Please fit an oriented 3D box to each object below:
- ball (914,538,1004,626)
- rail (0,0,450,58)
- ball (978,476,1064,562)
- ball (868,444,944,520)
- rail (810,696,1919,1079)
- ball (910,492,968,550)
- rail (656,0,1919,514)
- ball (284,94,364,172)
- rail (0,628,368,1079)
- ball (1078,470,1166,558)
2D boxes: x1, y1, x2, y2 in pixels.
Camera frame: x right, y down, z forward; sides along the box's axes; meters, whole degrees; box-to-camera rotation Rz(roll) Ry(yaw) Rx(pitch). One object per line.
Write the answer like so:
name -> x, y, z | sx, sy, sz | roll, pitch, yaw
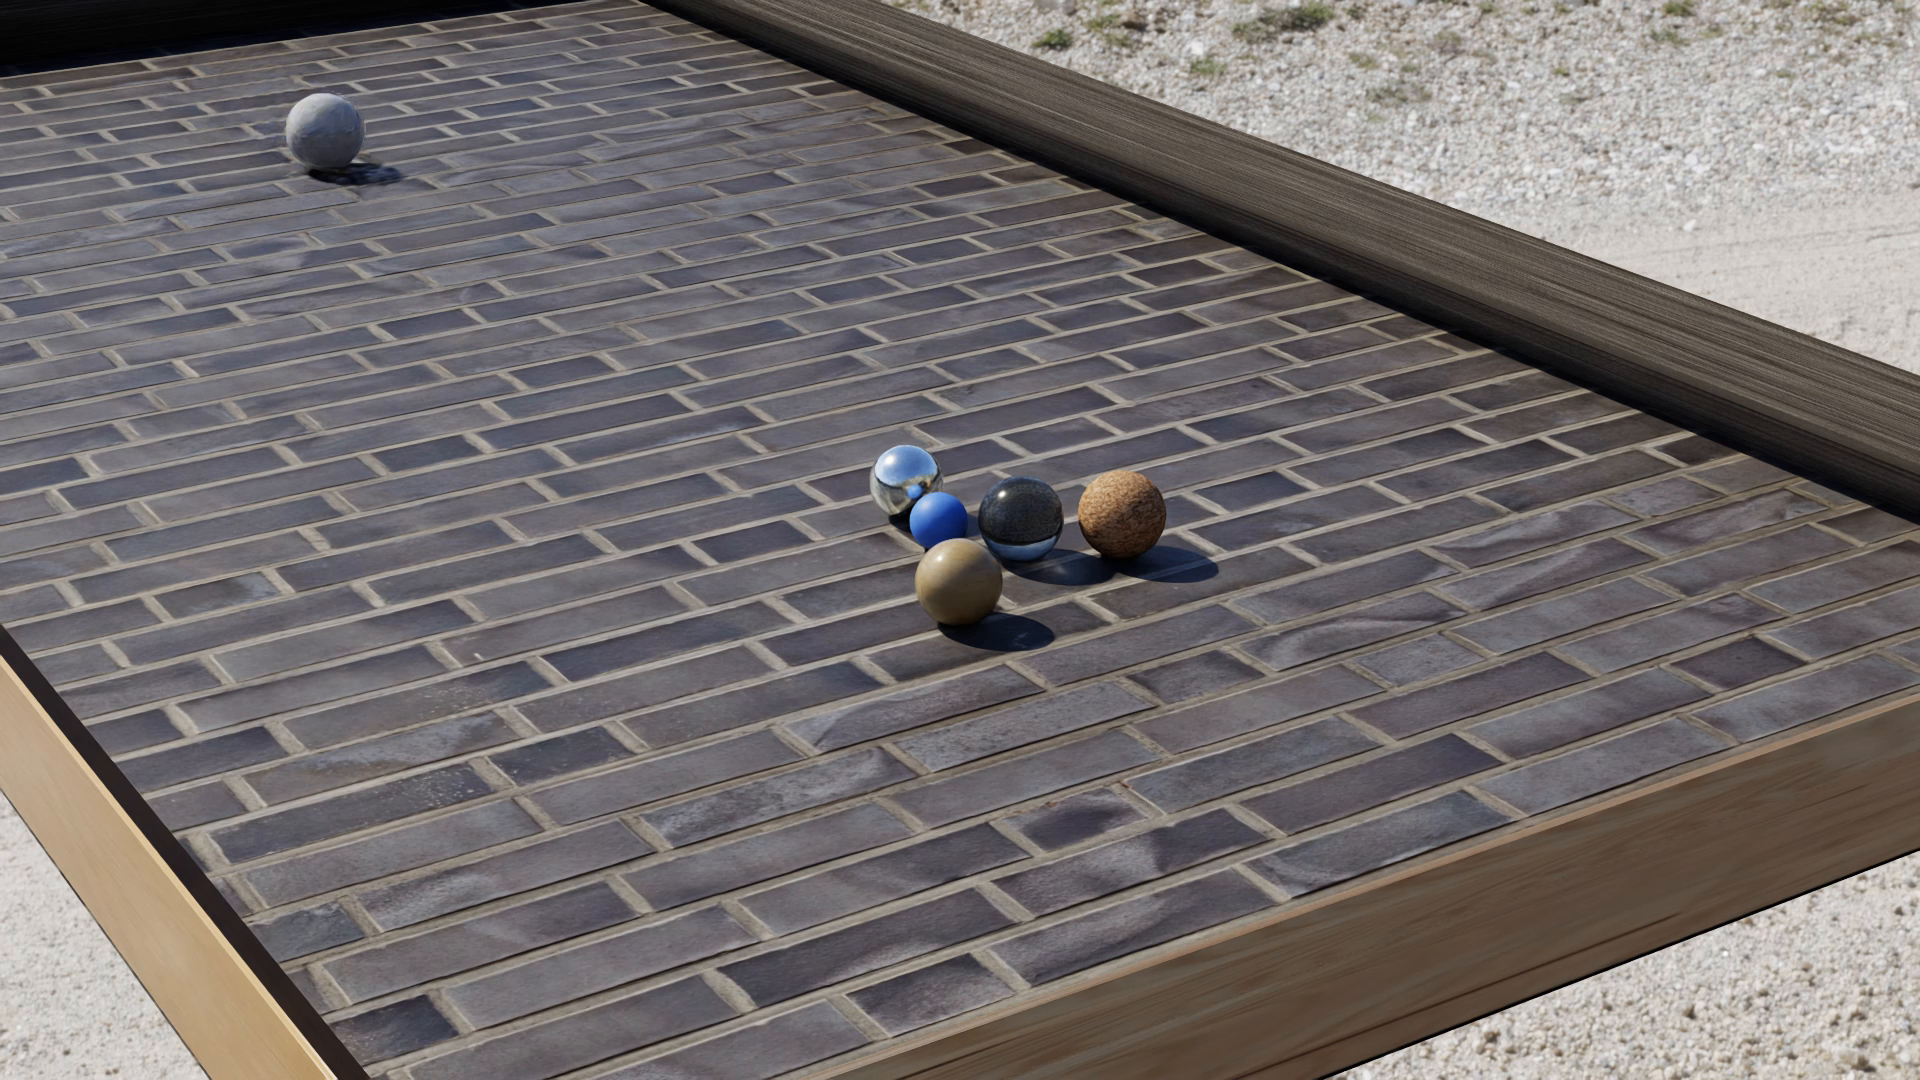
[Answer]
ball -> -0.001, 0.032, 2.262 | 0.068, 0.068, 0.068 | 0, 23, 0
rail -> -1.151, -0.727, 3.994 | 1.504, 0.118, 0.045 | -14, 27, -30
ball -> 0.049, -0.017, 2.377 | 0.070, 0.070, 0.070 | 0, 23, 0
ball -> -0.045, -0.049, 2.461 | 0.063, 0.063, 0.063 | 0, 23, 0
rail -> 0.375, 0.203, 1.791 | 1.504, 0.118, 0.045 | -14, 27, -30
ball -> -0.017, -0.015, 2.400 | 0.048, 0.048, 0.048 | 0, 23, 0
rail -> 0.226, -0.414, 3.254 | 0.045, 0.118, 2.884 | -14, 27, -30
ball -> -0.743, -0.477, 3.439 | 0.091, 0.091, 0.091 | 0, 23, 0
rail -> -1.002, -0.110, 2.532 | 0.045, 0.118, 2.884 | -14, 27, -30
ball -> 0.131, -0.021, 2.383 | 0.072, 0.072, 0.072 | 0, 23, 0
